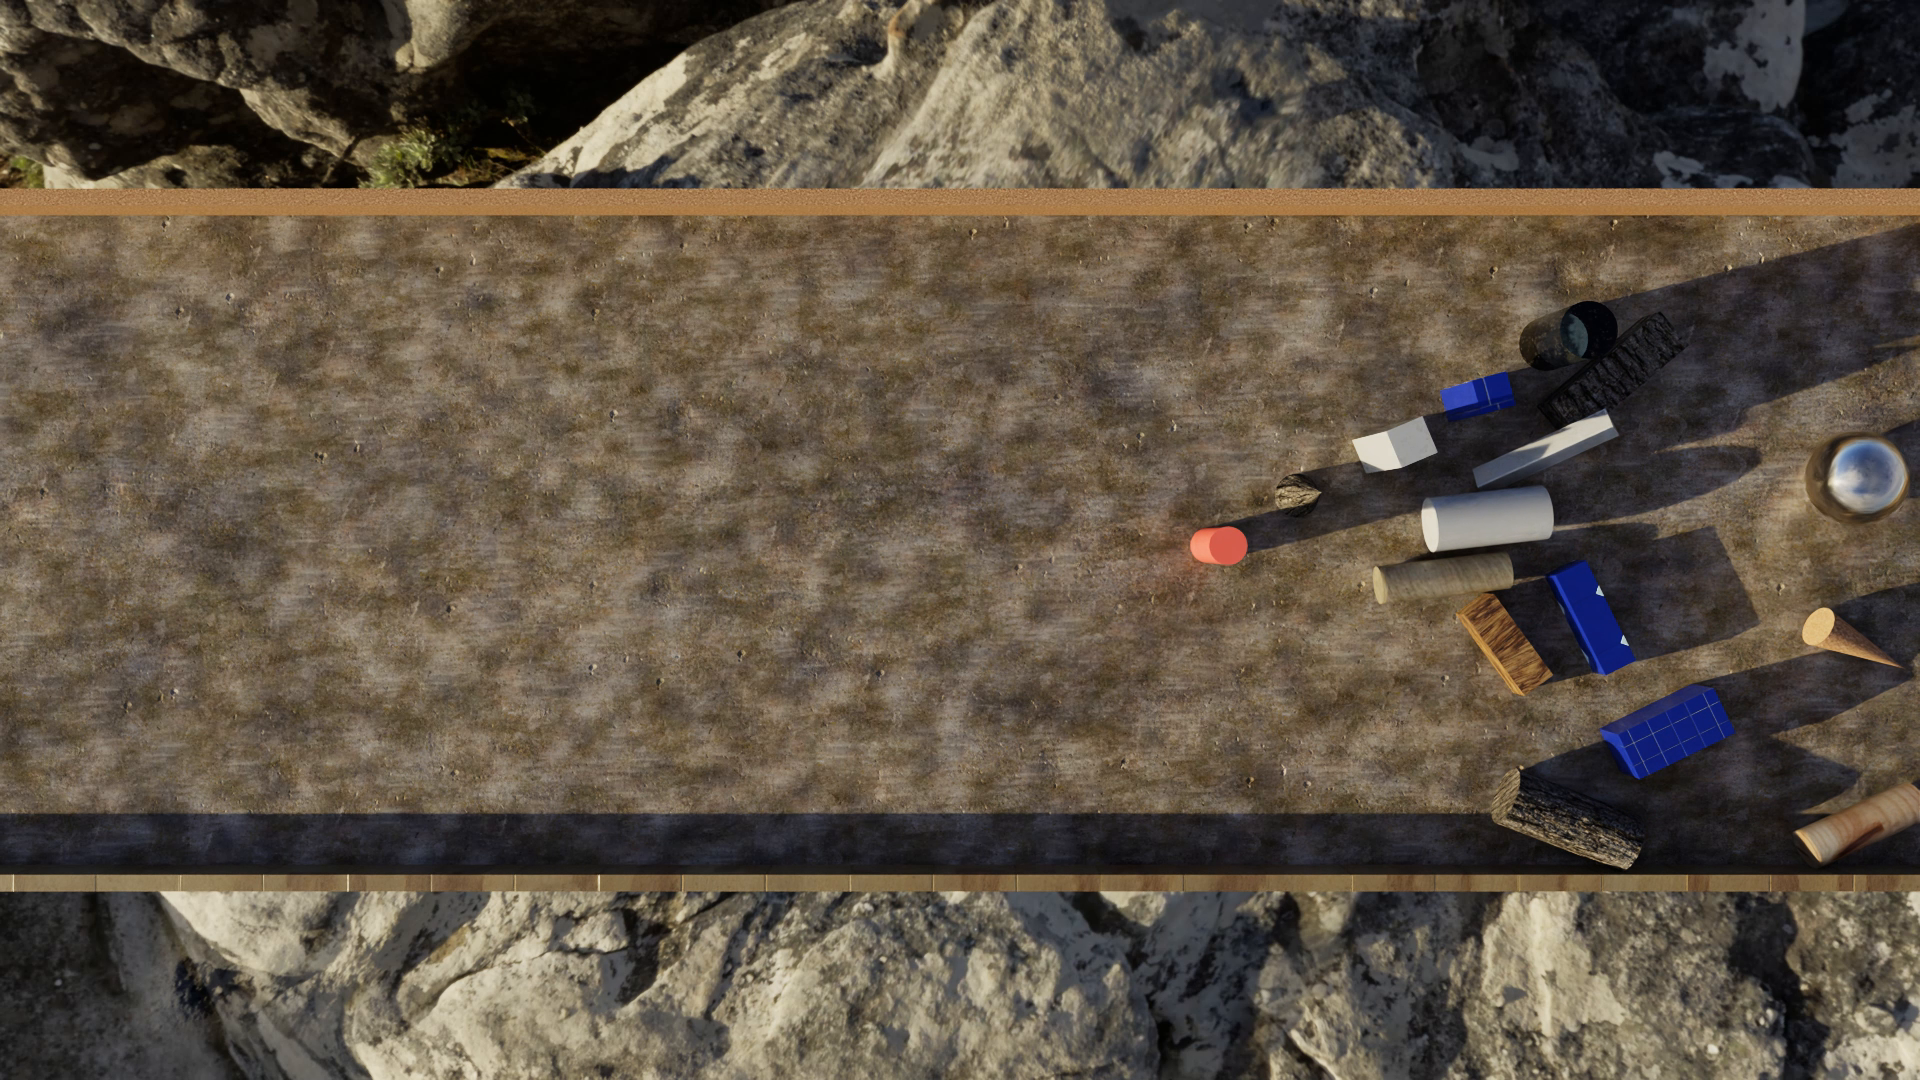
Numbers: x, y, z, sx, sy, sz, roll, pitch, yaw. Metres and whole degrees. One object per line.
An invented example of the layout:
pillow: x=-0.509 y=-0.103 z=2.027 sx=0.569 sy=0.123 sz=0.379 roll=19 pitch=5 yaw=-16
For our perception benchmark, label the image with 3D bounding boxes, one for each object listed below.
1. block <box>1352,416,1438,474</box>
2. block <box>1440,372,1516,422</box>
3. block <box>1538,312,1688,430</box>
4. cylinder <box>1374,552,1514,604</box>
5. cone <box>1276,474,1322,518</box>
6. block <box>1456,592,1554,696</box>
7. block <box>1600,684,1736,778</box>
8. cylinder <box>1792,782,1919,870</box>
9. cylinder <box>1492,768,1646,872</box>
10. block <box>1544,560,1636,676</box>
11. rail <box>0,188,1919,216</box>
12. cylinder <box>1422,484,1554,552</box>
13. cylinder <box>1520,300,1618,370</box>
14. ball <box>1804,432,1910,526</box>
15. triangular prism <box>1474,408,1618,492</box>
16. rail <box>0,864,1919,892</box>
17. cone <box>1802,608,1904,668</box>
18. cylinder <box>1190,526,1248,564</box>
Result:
block: x=1.280 y=-0.278 z=4.873 sx=0.112 sy=0.406 sz=0.112 roll=-23 pitch=90 yaw=0
block: x=1.540 y=-0.425 z=4.917 sx=0.103 sy=0.320 sz=0.103 roll=-16 pitch=90 yaw=0
block: x=1.979 y=-0.498 z=5.010 sx=0.425 sy=0.133 sz=0.133 roll=-40 pitch=90 yaw=0
cylinder: x=1.468 y=0.114 z=5.019 sx=0.394 sy=0.116 sz=0.116 roll=-7 pitch=90 yaw=0
cone: x=1.037 y=-0.137 z=4.903 sx=0.135 sy=0.347 sz=0.135 roll=0 pitch=90 yaw=0
block: x=1.656 y=0.316 z=5.023 sx=0.107 sy=0.107 sz=0.302 roll=-36 pitch=90 yaw=0
block: x=2.142 y=0.579 z=5.002 sx=0.317 sy=0.149 sz=0.149 roll=-26 pitch=90 yaw=0
cylinder: x=2.738 y=0.867 z=5.014 sx=0.366 sy=0.126 sz=0.126 roll=-24 pitch=90 yaw=0
cylinder: x=1.837 y=0.845 z=4.988 sx=0.401 sy=0.177 sz=0.177 roll=21 pitch=90 yaw=0
block: x=1.918 y=0.235 z=5.025 sx=0.102 sy=0.102 sz=0.336 roll=-27 pitch=90 yaw=0
rail: x=-2.247 y=-1.025 z=5.002 sx=12.000 sy=0.150 sz=0.050 roll=0 pitch=90 yaw=0
cylinder: x=1.594 y=-0.065 z=4.993 sx=0.346 sy=0.167 sz=0.167 roll=-6 pitch=90 yaw=0
cylinder: x=1.804 y=-0.603 z=4.903 sx=0.166 sy=0.346 sz=0.166 roll=0 pitch=90 yaw=0
ball: x=2.684 y=-0.184 z=4.936 sx=0.280 sy=0.280 sz=0.280 roll=0 pitch=90 yaw=0
triangular prism: x=1.754 y=-0.256 z=4.950 sx=0.421 sy=0.077 sz=0.089 roll=-27 pitch=92 yaw=24
rail: x=-2.247 y=1.025 z=5.001 sx=12.000 sy=0.150 sz=0.050 roll=0 pitch=90 yaw=0
cone: x=2.761 y=0.330 z=5.046 sx=0.336 sy=0.123 sz=0.123 roll=24 pitch=90 yaw=-10
cylinder: x=0.764 y=0.016 z=4.888 sx=0.109 sy=0.378 sz=0.109 roll=0 pitch=90 yaw=0
